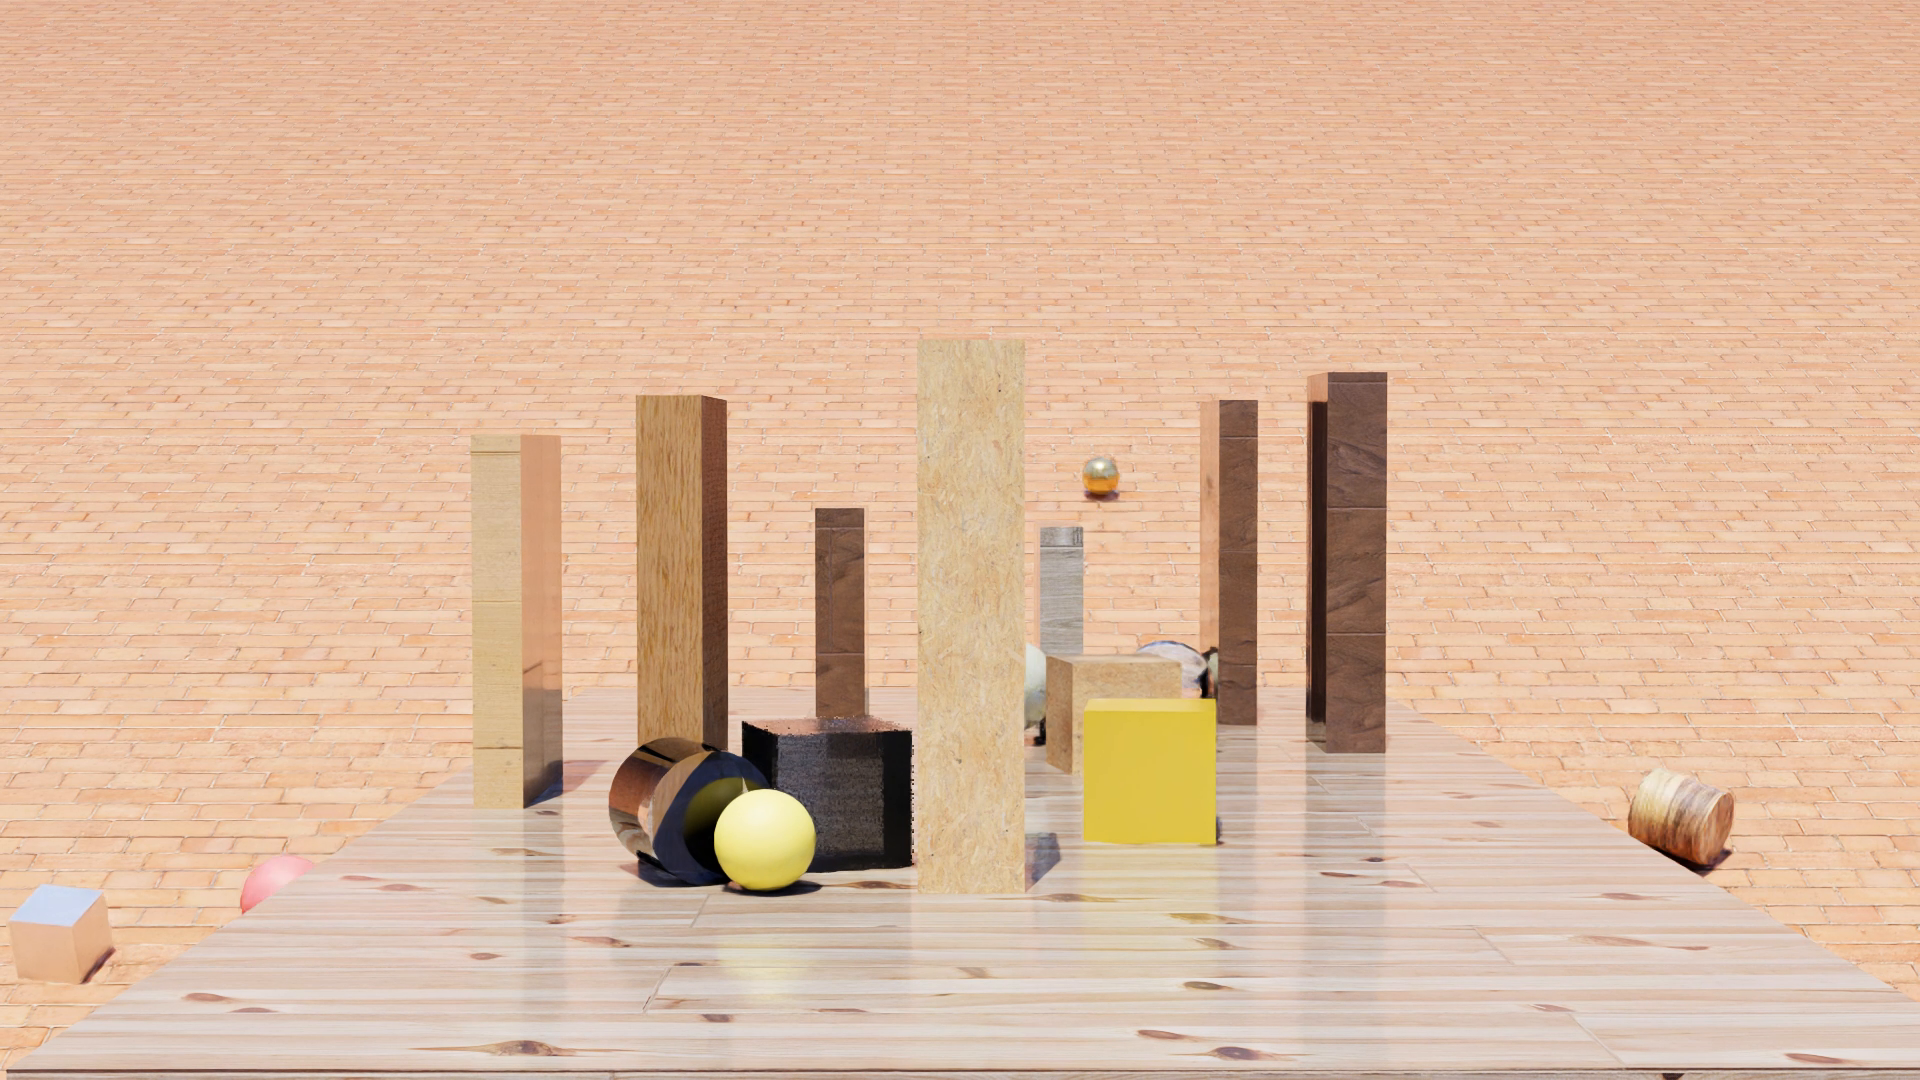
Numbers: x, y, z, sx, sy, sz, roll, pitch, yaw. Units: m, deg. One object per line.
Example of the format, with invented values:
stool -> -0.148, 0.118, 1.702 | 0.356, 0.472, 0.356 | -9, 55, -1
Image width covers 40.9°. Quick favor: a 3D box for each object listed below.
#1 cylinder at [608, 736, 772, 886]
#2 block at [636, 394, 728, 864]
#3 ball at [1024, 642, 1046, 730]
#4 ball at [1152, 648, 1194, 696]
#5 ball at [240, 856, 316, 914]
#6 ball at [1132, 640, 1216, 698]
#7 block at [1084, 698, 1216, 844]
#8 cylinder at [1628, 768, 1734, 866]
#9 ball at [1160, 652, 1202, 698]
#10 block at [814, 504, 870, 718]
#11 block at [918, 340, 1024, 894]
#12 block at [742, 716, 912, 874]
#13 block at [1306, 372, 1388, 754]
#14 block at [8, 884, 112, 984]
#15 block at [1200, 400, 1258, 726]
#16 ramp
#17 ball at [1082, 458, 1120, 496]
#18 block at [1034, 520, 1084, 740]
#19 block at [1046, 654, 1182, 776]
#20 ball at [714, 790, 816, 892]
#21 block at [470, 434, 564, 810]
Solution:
cylinder -> -0.384, 0.386, 3.683 | 0.190, 0.190, 0.190 | -11, 6, -23
block -> -0.427, 0.124, 3.992 | 0.096, 0.689, 0.423 | 0, 2, 0
ball -> 0.103, 0.301, 5.315 | 0.194, 0.194, 0.194 | 0, 24, 0
ball -> 0.503, 0.324, 6.232 | 0.126, 0.126, 0.126 | 0, 24, 0
ball -> -1.274, 0.682, 4.872 | 0.169, 0.169, 0.169 | 0, 24, 0
ball -> 0.432, 0.313, 5.406 | 0.207, 0.207, 0.207 | 0, 24, 0
block -> 0.304, 0.363, 4.090 | 0.204, 0.204, 0.204 | 0, 2, 6
cylinder -> 1.666, 0.638, 5.949 | 0.177, 0.177, 0.177 | 20, 31, 36
ball -> 0.502, 0.328, 6.048 | 0.131, 0.131, 0.131 | 0, 24, 0
block -> -0.238, 0.178, 5.239 | 0.098, 0.492, 0.264 | 0, 2, 0
block -> 0.015, 0.101, 3.656 | 0.147, 0.759, 0.266 | 0, 2, 0
block -> -0.199, 0.375, 3.816 | 0.201, 0.201, 0.201 | -1, 2, -20
block -> 0.790, 0.041, 5.280 | 0.119, 0.761, 0.300 | 0, 2, 0
block -> -1.932, 0.847, 5.534 | 0.146, 0.146, 0.146 | 4, 24, 9
block -> 0.610, 0.042, 5.869 | 0.085, 0.715, 0.441 | 0, 2, 0
ramp -> 0.055, 0.499, 4.546 | 2.000, 0.100, 4.000 | 0, 2, 0
ball -> 0.432, -0.196, 7.910 | 0.117, 0.117, 0.117 | 0, 24, 0
block -> 0.213, 0.187, 5.605 | 0.090, 0.445, 0.442 | 0, 2, 0
block -> 0.291, 0.330, 4.909 | 0.210, 0.210, 0.210 | 0, 2, -11
ball -> -0.269, 0.415, 3.555 | 0.141, 0.141, 0.141 | 0, 24, 0
block -> -0.782, 0.131, 4.573 | 0.084, 0.635, 0.444 | 0, 2, 0
